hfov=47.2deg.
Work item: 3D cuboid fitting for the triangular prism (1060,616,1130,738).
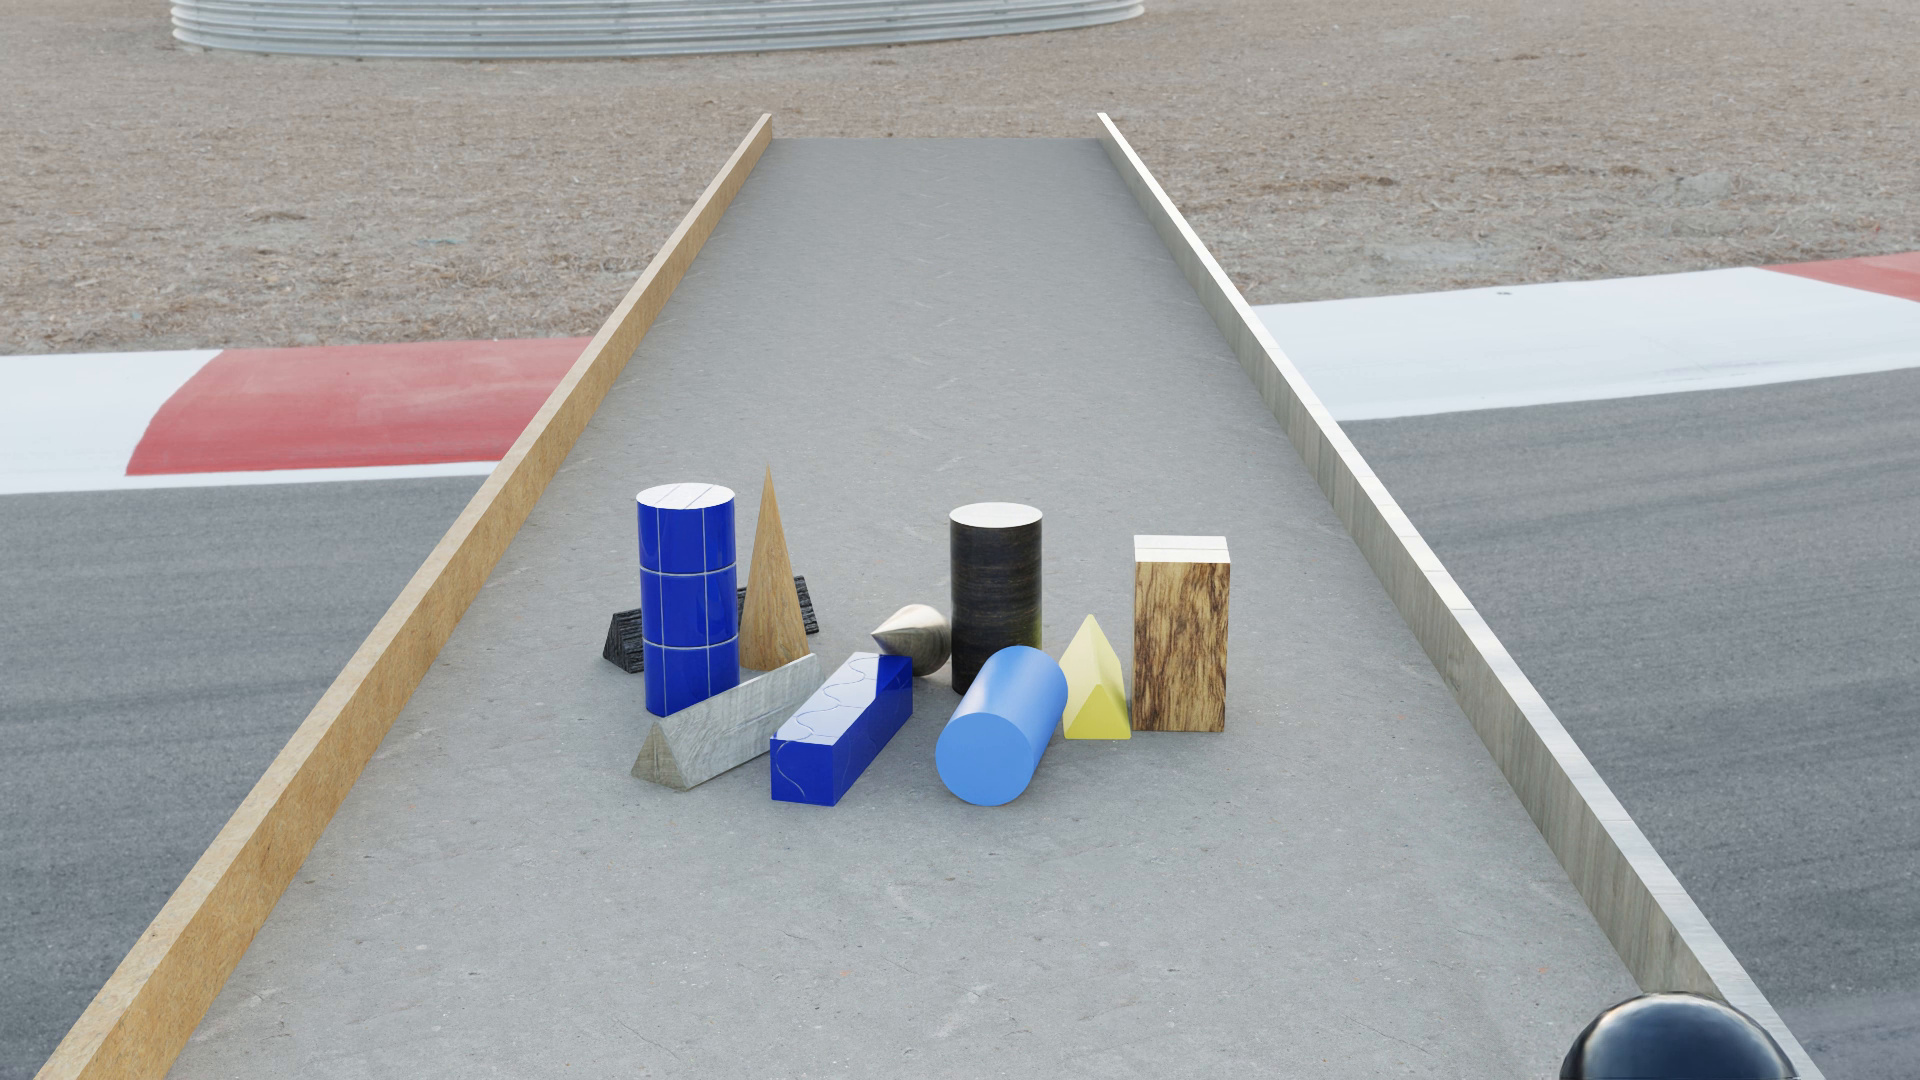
[{"bbox_3d":[0.255,0.254,4.182,0.120,0.104,0.397,0,17,1],"label":"triangular prism"}]

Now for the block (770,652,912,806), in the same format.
[{"bbox_3d":[-0.205,0.330,3.920,0.112,0.112,0.456,5,17,15],"label":"block"}]

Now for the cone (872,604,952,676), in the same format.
[{"bbox_3d":[-0.121,0.182,4.122,0.142,0.142,0.420,3,-4,11],"label":"cone"}]

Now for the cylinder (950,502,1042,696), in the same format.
[{"bbox_3d":[0.070,0.117,4.227,0.176,0.345,0.176,0,16,0],"label":"cylinder"}]

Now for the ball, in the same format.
[{"bbox_3d":[0.827,0.659,2.526,0.276,0.276,0.276,0,17,0],"label":"ball"}]

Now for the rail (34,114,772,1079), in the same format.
[{"bbox_3d":[-1.118,-0.838,7.780,0.050,0.150,12.000,0,17,-1],"label":"rail"}]

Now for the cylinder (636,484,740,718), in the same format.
[{"bbox_3d":[-0.507,0.115,4.122,0.180,0.410,0.180,0,17,0],"label":"cylinder"}]

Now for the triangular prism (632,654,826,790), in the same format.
[{"bbox_3d":[-0.397,0.316,3.958,0.129,0.112,0.432,11,20,33],"label":"triangular prism"}]

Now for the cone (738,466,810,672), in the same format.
[{"bbox_3d":[-0.377,0.042,4.368,0.153,0.410,0.153,0,17,0],"label":"cone"}]

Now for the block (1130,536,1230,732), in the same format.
[{"bbox_3d":[0.406,0.172,4.077,0.169,0.325,0.169,1,16,3],"label":"block"}]

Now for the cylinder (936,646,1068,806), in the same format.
[{"bbox_3d":[0.078,0.321,3.852,0.169,0.169,0.344,4,17,12],"label":"cylinder"}]

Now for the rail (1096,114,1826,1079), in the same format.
[{"bbox_3d":[0.932,-0.844,7.801,0.050,0.150,12.000,0,17,-1],"label":"rail"}]

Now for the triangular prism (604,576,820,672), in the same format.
[{"bbox_3d":[-0.506,0.161,4.489,0.436,0.107,0.123,-11,20,-34],"label":"triangular prism"}]
